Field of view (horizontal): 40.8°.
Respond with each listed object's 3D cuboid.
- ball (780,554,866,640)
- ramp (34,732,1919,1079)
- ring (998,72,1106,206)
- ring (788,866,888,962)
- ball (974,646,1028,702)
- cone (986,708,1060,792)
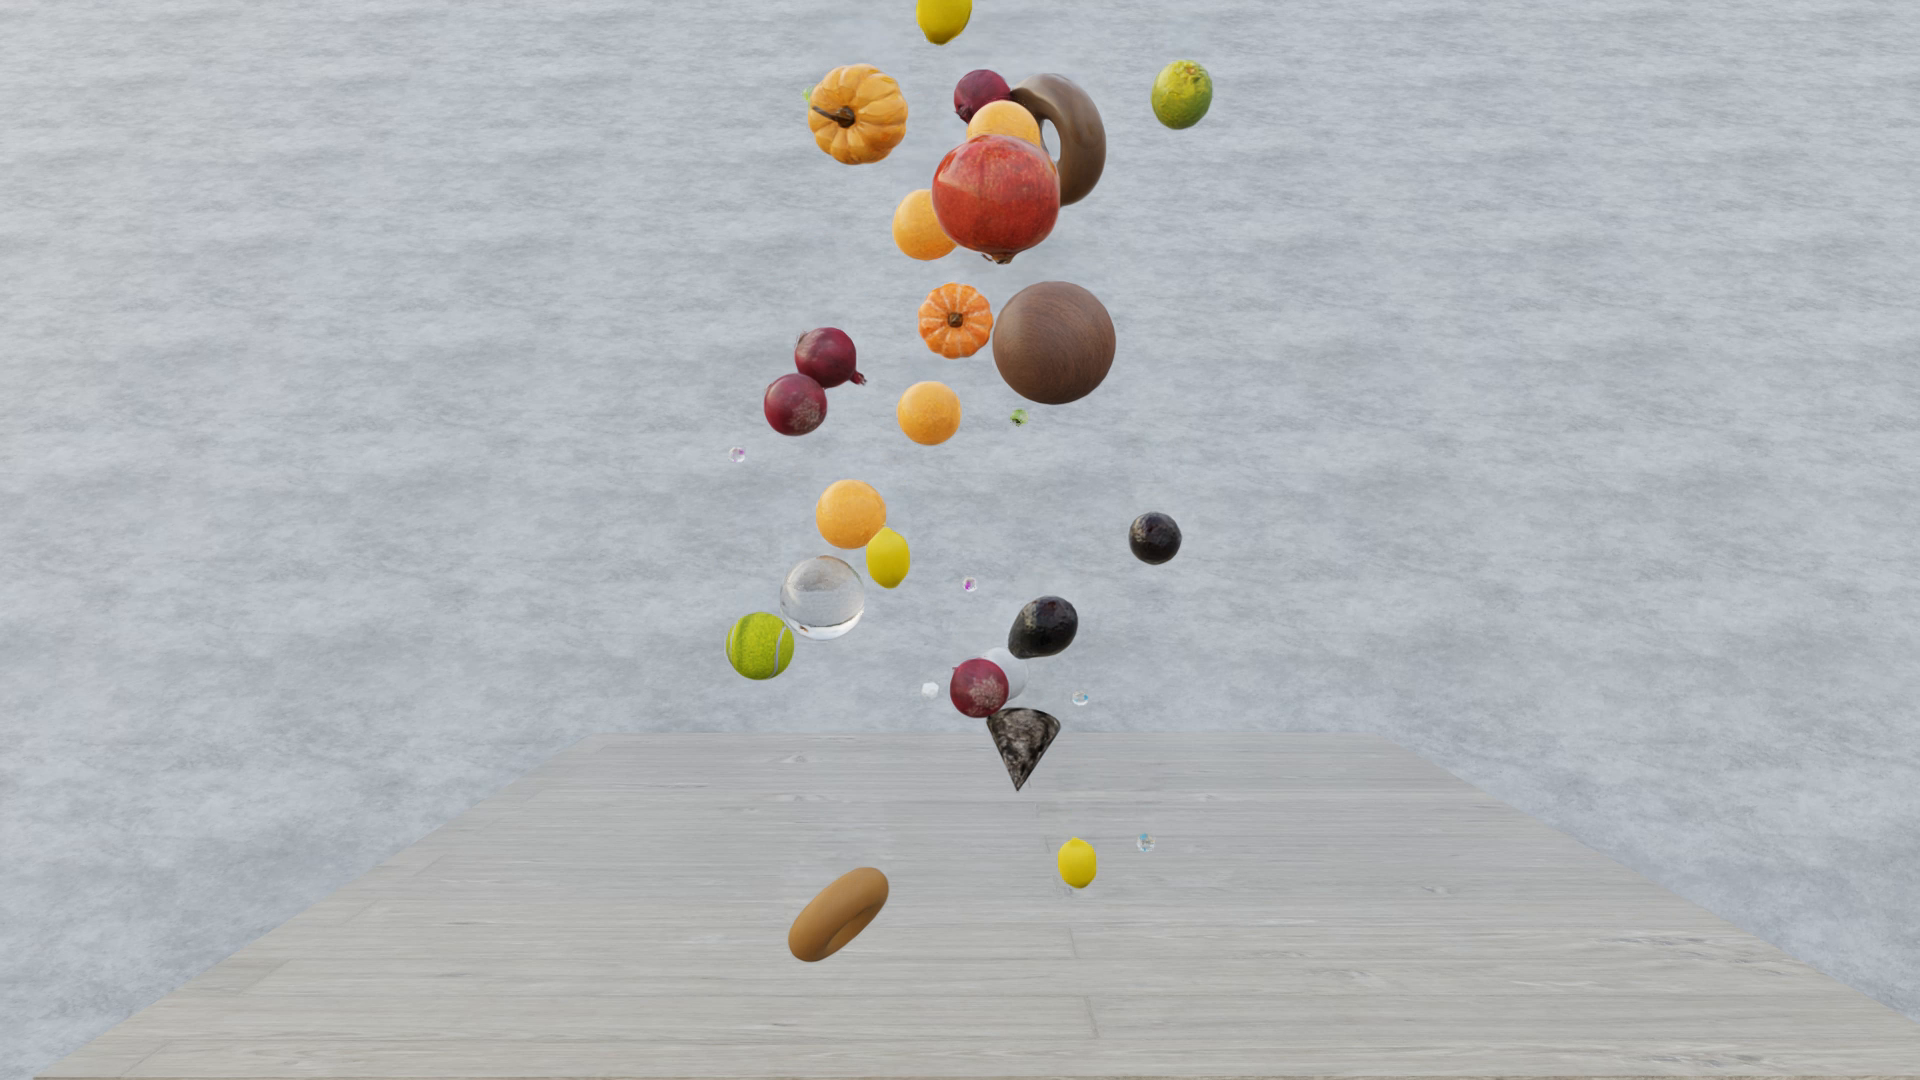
[{"bbox_3d":[-0.137,0.058,2.578,0.086,0.086,0.086,0,28,0],"label":"ball"},{"bbox_3d":[0.063,0.567,4.607,2.000,0.100,4.000,0,1,0],"label":"ramp"},{"bbox_3d":[0.093,-0.407,2.628,0.046,0.137,0.137,-21,35,-38],"label":"ring"},{"bbox_3d":[-0.131,0.404,2.786,0.043,0.130,0.130,46,46,16],"label":"ring"},{"bbox_3d":[0.044,0.145,2.788,0.060,0.060,0.060,0,28,0],"label":"ball"},{"bbox_3d":[0.061,0.220,2.609,0.076,0.076,0.076,3,61,5],"label":"cone"}]
